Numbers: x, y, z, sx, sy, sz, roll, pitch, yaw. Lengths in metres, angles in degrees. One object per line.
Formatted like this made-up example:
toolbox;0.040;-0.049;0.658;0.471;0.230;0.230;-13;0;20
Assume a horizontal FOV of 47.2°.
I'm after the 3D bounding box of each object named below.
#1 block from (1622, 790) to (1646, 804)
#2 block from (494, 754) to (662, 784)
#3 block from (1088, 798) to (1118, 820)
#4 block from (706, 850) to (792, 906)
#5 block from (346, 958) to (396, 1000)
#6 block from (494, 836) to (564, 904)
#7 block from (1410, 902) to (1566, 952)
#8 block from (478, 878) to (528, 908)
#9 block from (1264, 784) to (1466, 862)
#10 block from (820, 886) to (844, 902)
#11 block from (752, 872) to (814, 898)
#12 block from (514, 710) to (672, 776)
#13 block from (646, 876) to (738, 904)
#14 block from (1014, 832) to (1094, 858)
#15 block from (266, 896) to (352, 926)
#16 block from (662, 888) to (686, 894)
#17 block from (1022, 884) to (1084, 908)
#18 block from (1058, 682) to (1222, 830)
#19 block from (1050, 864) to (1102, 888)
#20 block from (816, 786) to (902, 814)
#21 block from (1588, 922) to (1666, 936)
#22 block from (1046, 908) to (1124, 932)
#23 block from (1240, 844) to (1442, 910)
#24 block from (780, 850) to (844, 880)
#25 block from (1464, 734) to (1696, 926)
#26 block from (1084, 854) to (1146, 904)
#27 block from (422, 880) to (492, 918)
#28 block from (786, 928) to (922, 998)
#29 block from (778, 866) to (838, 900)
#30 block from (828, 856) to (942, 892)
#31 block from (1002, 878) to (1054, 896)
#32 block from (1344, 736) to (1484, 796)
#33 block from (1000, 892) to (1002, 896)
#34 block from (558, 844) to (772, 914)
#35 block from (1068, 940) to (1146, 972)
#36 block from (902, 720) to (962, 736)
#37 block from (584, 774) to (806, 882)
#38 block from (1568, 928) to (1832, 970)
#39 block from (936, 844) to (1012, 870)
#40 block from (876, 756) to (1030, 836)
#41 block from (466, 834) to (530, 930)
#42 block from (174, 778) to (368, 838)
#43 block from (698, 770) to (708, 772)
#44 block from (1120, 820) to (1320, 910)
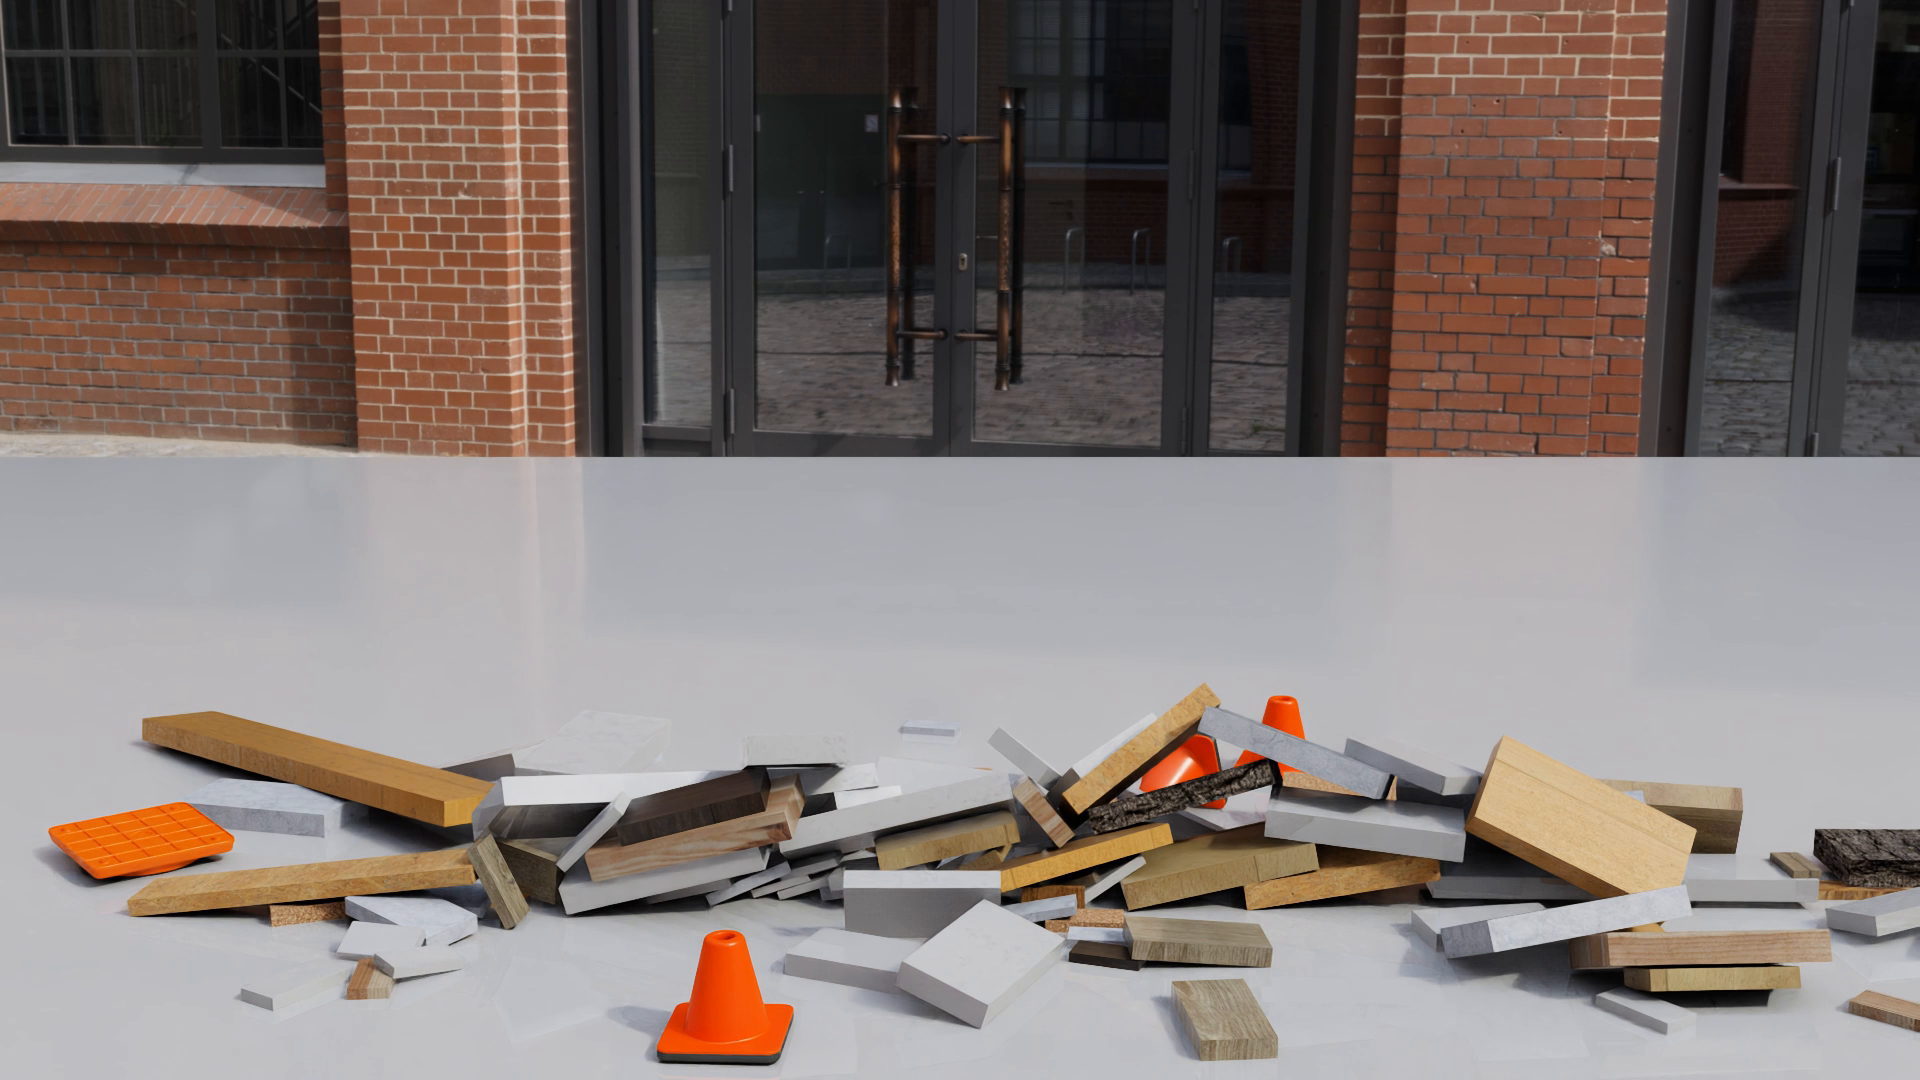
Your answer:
block;1.036;0.489;3.732;0.260;0.130;0.037;-8;45;23
block;-0.724;0.435;4.106;0.158;0.045;0.317;-11;2;36
block;0.244;0.481;4.034;0.072;0.021;0.145;-4;11;-20
block;-0.351;0.558;3.644;0.145;0.021;0.072;-23;12;-3
block;-0.873;0.654;3.279;0.060;0.017;0.121;-1;11;-6
block;-0.713;0.543;3.617;0.146;0.073;0.021;13;14;30
block;0.834;0.611;3.472;0.214;0.030;0.107;-2;11;-9
block;-0.796;0.583;3.648;0.146;0.021;0.073;3;11;15
block;0.668;0.466;3.627;0.318;0.045;0.159;6;10;10
block;-0.141;0.562;3.652;0.169;0.024;0.085;-11;8;14
block;-0.296;0.568;3.660;0.099;0.014;0.050;-17;7;5
block;-0.662;0.391;3.994;0.172;0.049;0.344;6;14;10
block;-0.440;0.564;3.637;0.145;0.021;0.072;-13;14;11
block;0.223;0.524;3.770;0.230;0.033;0.115;-7;-5;-27
block;-1.025;0.589;3.594;0.201;0.028;0.100;-4;11;-21
block;-0.508;0.562;3.631;0.145;0.021;0.072;-12;14;14
block;0.151;0.585;3.557;0.102;0.051;0.014;1;11;4
block;0.308;0.373;3.784;0.311;0.044;0.156;-37;-14;-10
block;0.168;0.563;3.627;0.125;0.018;0.063;-19;12;17
block;-0.193;0.484;3.777;0.119;0.034;0.239;-3;-25;-24
block;1.042;0.620;3.456;0.126;0.018;0.063;-1;11;-6
block;0.200;0.609;3.517;0.125;0.018;0.063;1;11;3
block;0.623;0.542;3.657;0.318;0.045;0.159;-9;10;3
block;-0.247;0.539;3.648;0.099;0.014;0.050;-16;7;12
block;1.004;0.469;3.559;0.342;0.048;0.171;26;55;5
block;0.240;0.553;3.619;0.125;0.018;0.063;-31;10;-17
block;-0.835;0.582;3.590;0.146;0.021;0.073;1;28;13
block;-0.126;0.638;3.317;0.243;0.034;0.121;5;12;24
block;-0.250;0.570;3.649;0.099;0.014;0.049;-18;6;10
block;-0.123;0.540;3.606;0.169;0.024;0.085;-10;8;16
block;0.101;0.569;3.637;0.102;0.014;0.051;-10;17;41
block;0.760;0.376;3.674;0.108;0.031;0.216;3;12;-39
block;0.016;0.579;3.627;0.102;0.014;0.051;-10;17;-2
block;-0.476;0.523;3.608;0.334;0.047;0.167;-14;14;6
block;0.228;0.637;3.372;0.111;0.016;0.055;4;11;20
block;-0.059;0.398;4.657;0.113;0.016;0.057;3;11;13
block;-0.427;0.467;3.577;0.334;0.047;0.167;-13;14;7
block;1.095;0.608;3.265;0.331;0.047;0.166;0;-13;-4
block;0.000;0.541;3.606;0.169;0.024;0.085;-29;3;16
block;-0.014;0.461;3.975;0.286;0.041;0.143;7;24;3
block;-0.740;0.547;3.526;0.020;0.141;0.071;-24;7;11
block;-1.272;0.494;4.066;0.309;0.044;0.154;3;11;15
block;-0.402;0.462;3.964;0.108;0.031;0.217;1;-23;4
block;0.422;0.533;3.652;0.318;0.045;0.159;-12;10;0
